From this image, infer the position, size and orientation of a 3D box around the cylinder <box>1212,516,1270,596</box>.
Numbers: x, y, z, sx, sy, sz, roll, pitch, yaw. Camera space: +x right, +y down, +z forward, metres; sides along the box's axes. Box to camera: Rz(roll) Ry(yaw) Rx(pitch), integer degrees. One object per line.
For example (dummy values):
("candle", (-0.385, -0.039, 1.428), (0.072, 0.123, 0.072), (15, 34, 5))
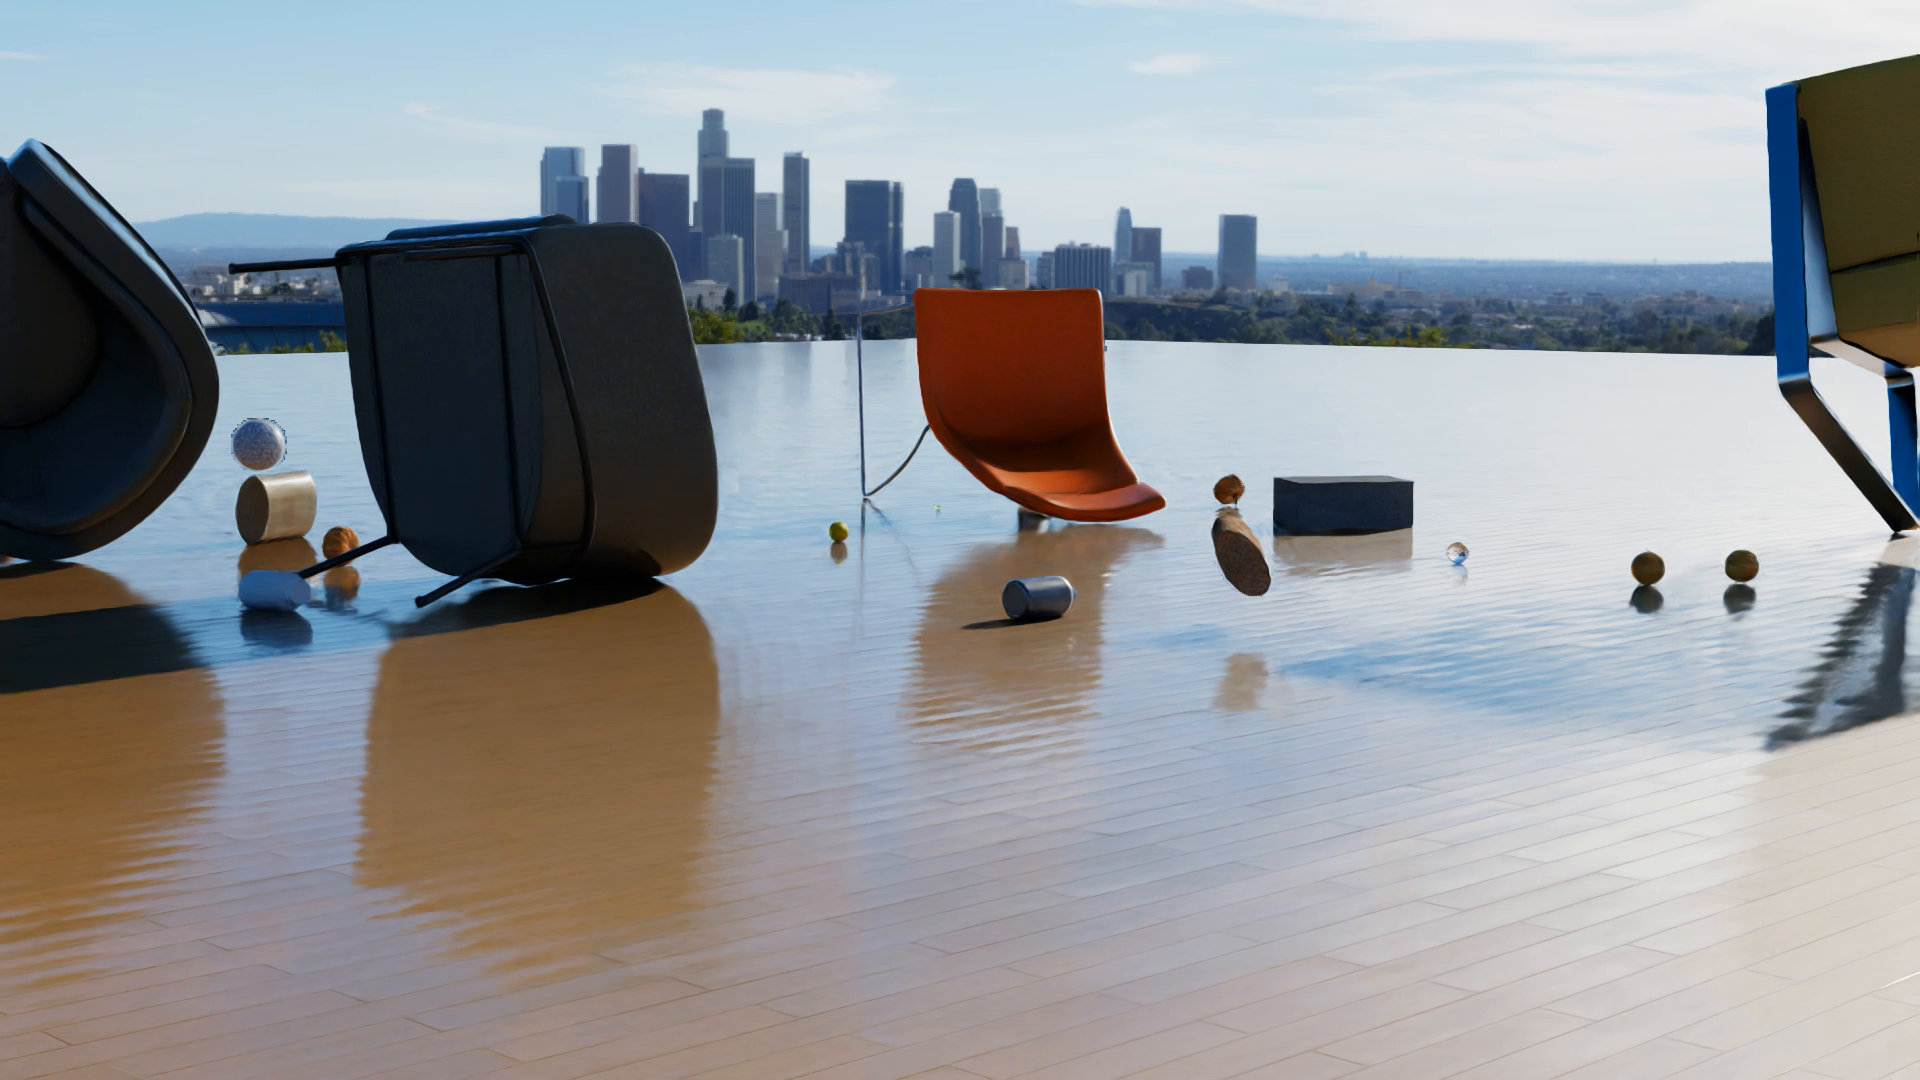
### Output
("cylinder", (0.534, 0.030, 4.884), (0.081, 0.142, 0.163), (-33, 7, 8))

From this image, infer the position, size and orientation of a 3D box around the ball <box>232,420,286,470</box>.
("ball", (-1.882, -0.255, 6.888), (0.137, 0.137, 0.137), (0, 6, 0))

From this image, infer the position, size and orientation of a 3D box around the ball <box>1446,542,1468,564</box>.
("ball", (1.141, 0.029, 5.881), (0.050, 0.050, 0.050), (0, 6, 0))

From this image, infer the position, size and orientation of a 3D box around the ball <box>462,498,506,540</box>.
("ball", (-1.186, -0.052, 6.396), (0.106, 0.106, 0.106), (0, 6, 0))

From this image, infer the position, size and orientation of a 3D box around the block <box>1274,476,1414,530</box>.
("block", (1.015, -0.101, 6.804), (0.315, 0.121, 0.212), (-1, 6, -11))

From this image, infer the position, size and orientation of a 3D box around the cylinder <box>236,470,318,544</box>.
("cylinder", (-1.701, -0.082, 6.388), (0.098, 0.170, 0.201), (9, 9, 20))
